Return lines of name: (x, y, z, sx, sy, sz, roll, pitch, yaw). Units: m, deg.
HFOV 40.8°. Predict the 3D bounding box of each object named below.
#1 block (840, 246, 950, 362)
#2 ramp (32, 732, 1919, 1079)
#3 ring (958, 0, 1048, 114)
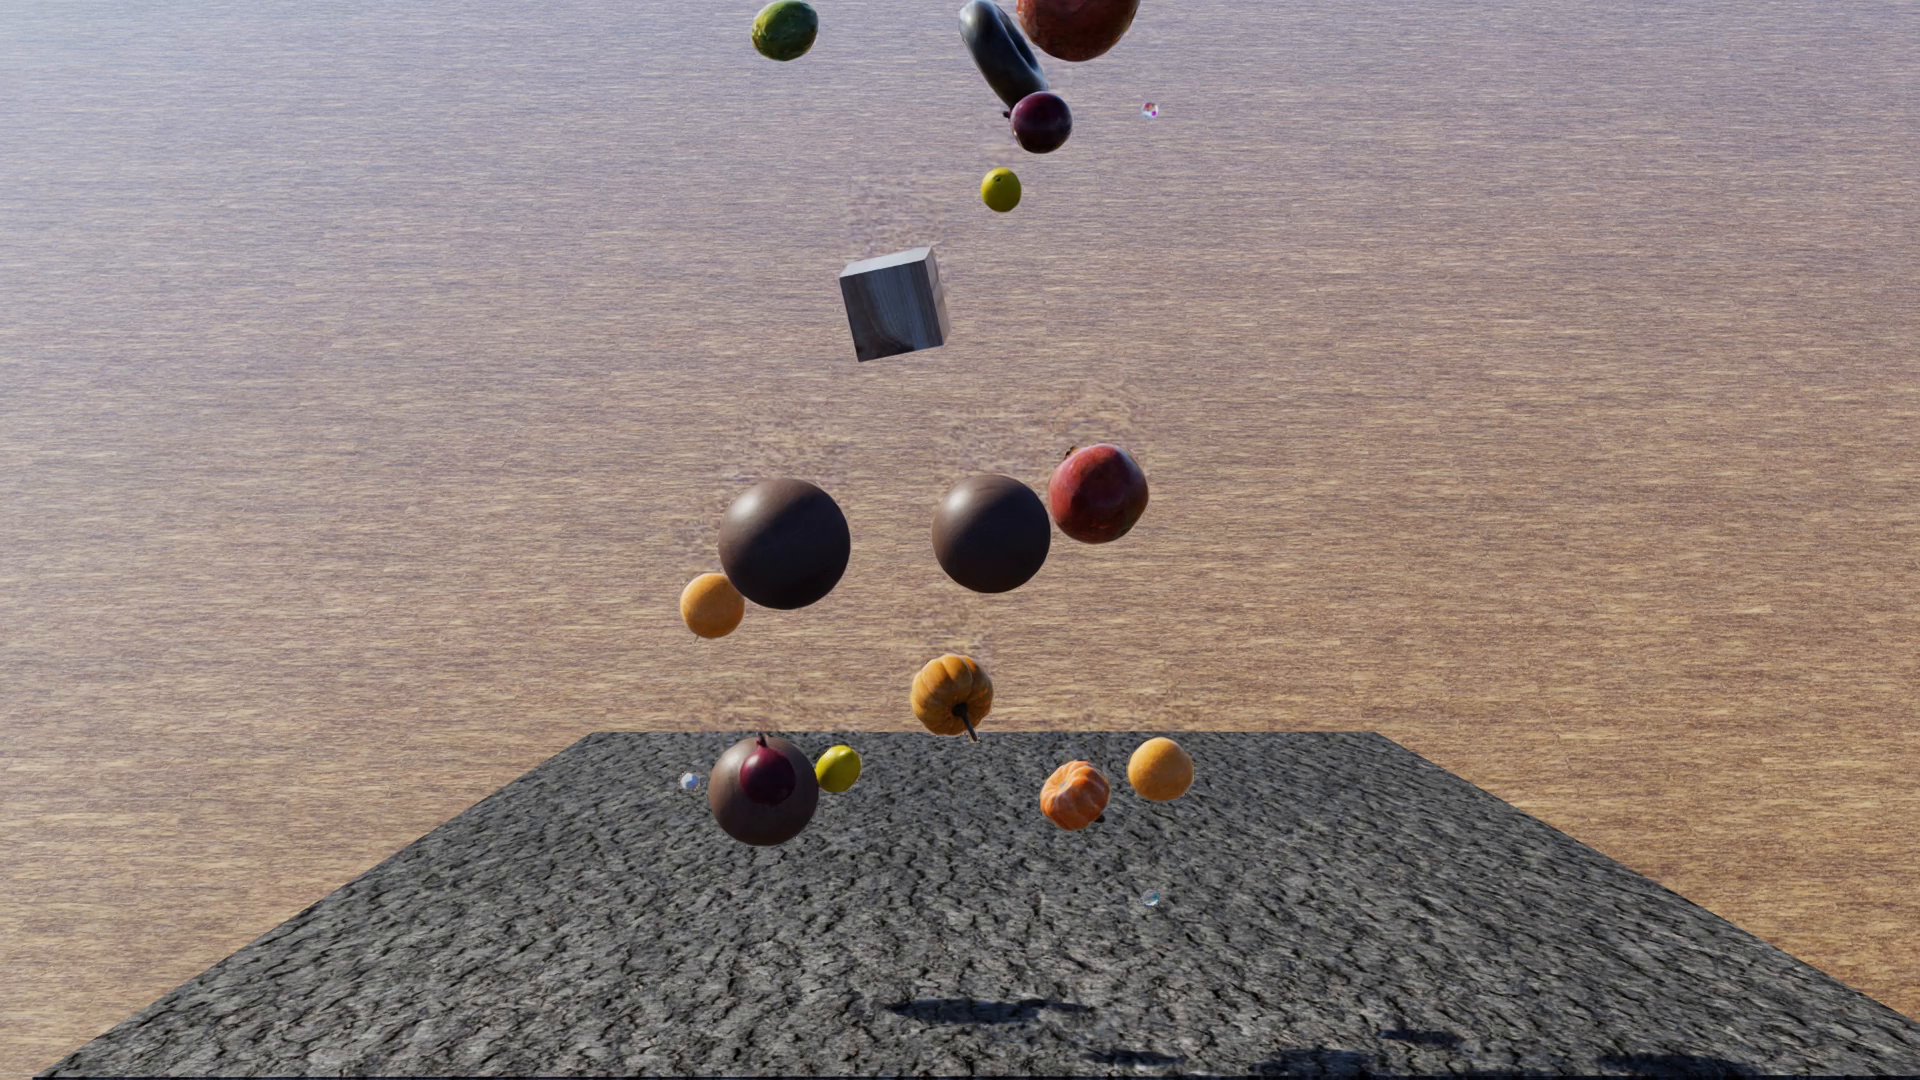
block: (-0.068, -0.249, 2.721, 0.091, 0.091, 0.091, -11, 14, 7)
ramp: (0.063, 0.565, 4.605, 2.000, 0.100, 4.000, 0, 1, 0)
ring: (0.044, -0.491, 2.625, 0.043, 0.130, 0.130, -32, 24, 14)
